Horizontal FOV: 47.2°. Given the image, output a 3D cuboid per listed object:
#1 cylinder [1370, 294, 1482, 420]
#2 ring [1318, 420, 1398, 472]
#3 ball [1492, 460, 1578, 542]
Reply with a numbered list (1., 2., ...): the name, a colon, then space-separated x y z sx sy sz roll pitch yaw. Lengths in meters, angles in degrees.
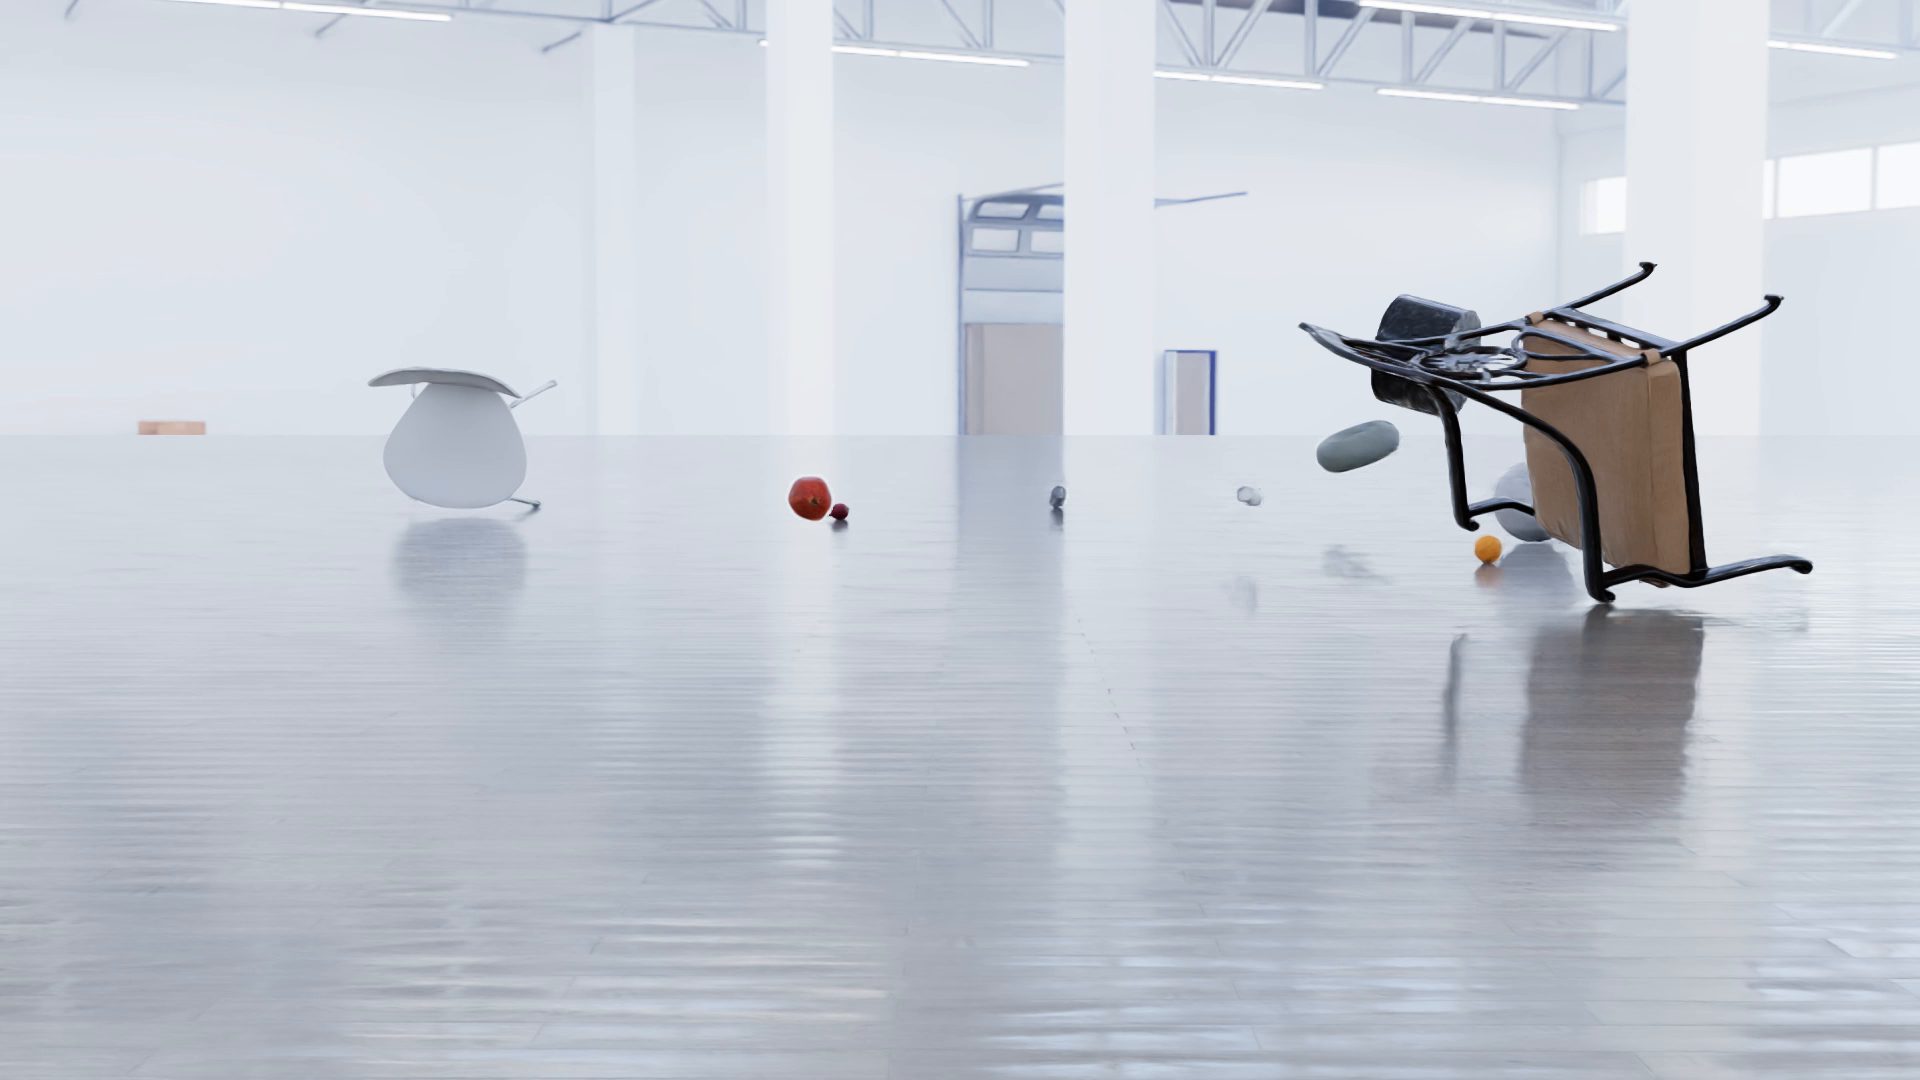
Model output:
1. cylinder: 1.123 -0.441 5.288 0.168 0.257 0.313 19 -13 28
2. ring: 1.477 -0.348 8.165 0.275 0.120 0.362 -28 9 -30
3. ball: 1.685 -0.114 6.448 0.241 0.241 0.241 0 4 0
